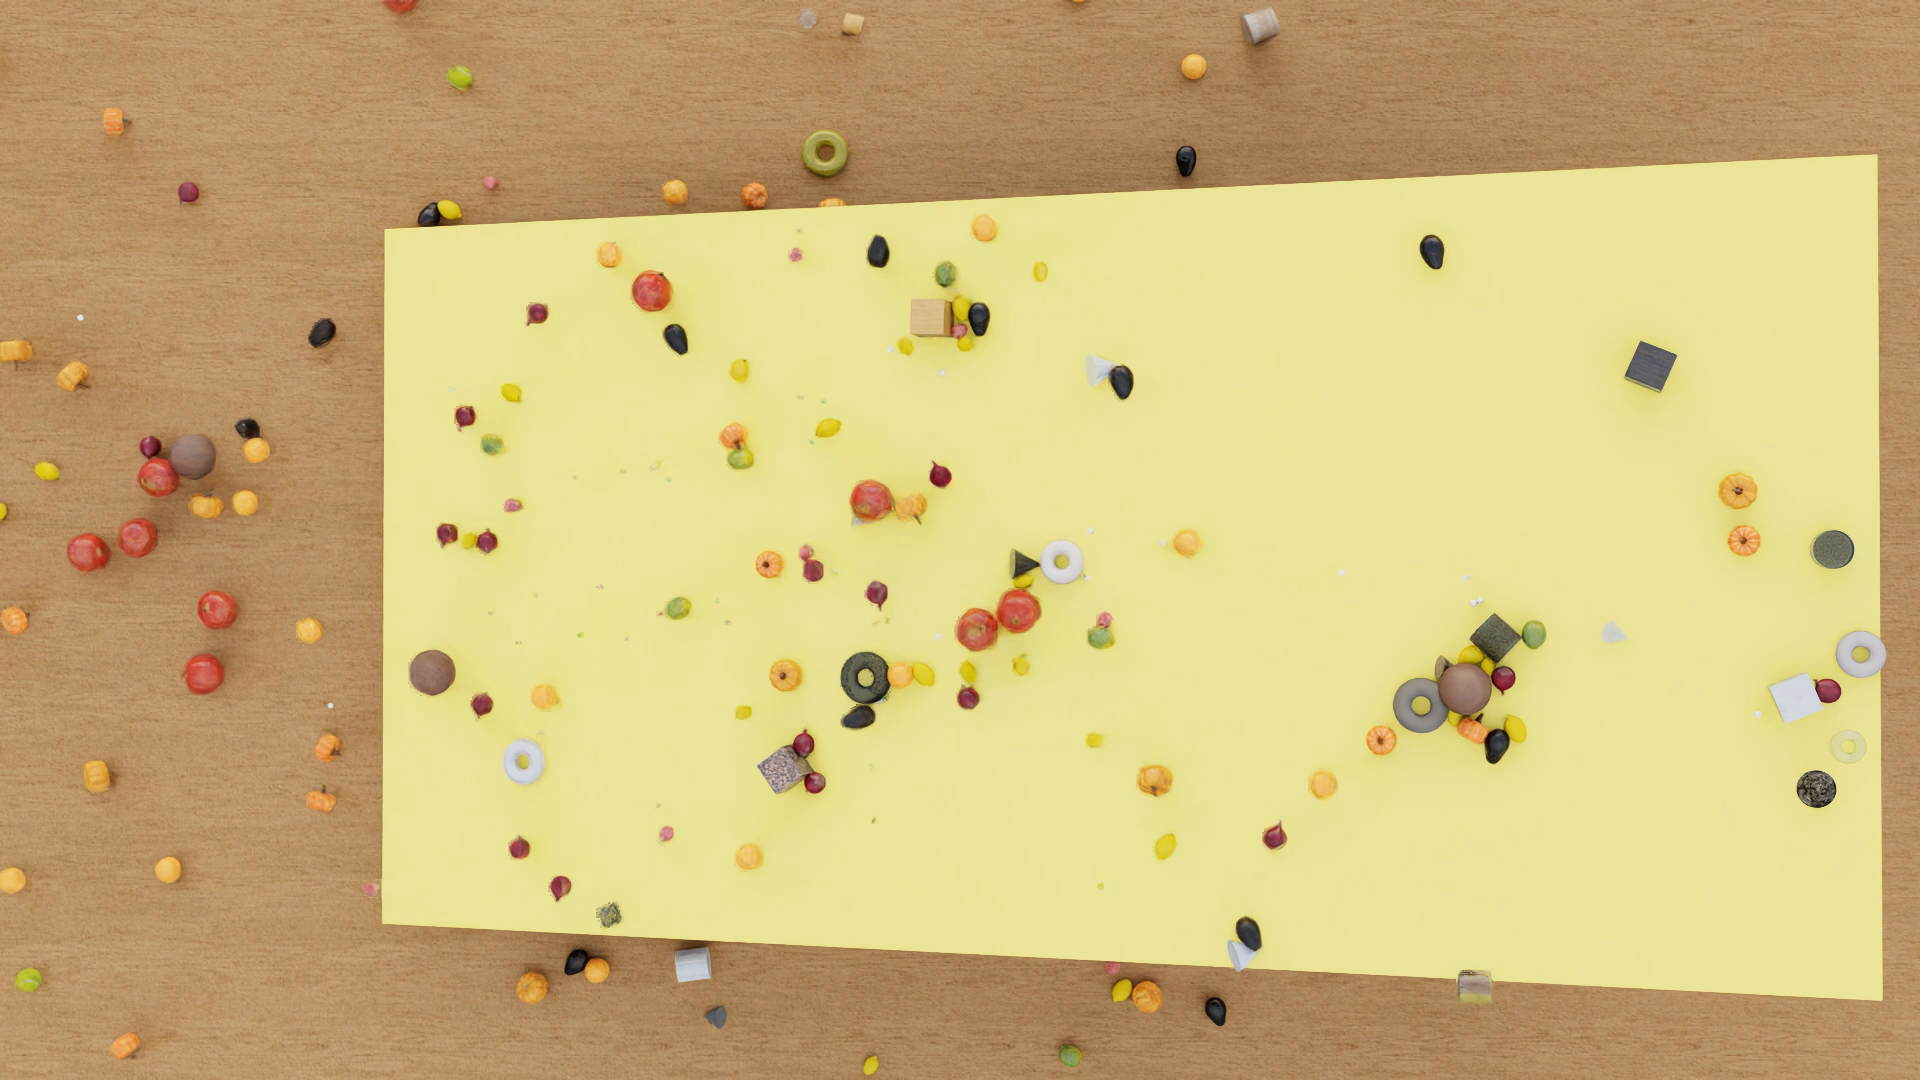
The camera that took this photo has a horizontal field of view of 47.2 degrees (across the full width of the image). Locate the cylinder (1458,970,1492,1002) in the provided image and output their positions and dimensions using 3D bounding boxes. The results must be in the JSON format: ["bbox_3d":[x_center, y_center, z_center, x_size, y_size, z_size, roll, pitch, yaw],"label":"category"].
[{"bbox_3d":[1.268,1.097,5.413,0.077,0.077,0.077,0,89,17],"label":"cylinder"}]

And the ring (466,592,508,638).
[{"bbox_3d":[-1.333,0.211,6.235,0.131,0.044,0.131,0,87,-1],"label":"ring"}]

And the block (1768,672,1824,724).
[{"bbox_3d":[1.976,0.373,5.205,0.092,0.092,0.092,-24,83,15],"label":"block"}]

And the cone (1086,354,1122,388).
[{"bbox_3d":[0.381,-0.446,5.717,0.090,0.090,0.090,-9,89,-10],"label":"cone"}]

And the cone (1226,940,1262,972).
[{"bbox_3d":[0.734,1.045,5.592,0.085,0.085,0.085,-16,89,-11],"label":"cone"}]

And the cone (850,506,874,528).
[{"bbox_3d":[-0.256,-0.055,5.907,0.061,0.061,0.061,15,89,-10],"label":"cone"}]

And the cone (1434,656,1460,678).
[{"bbox_3d":[1.218,0.320,5.465,0.058,0.058,0.058,12,89,-10],"label":"cone"}]

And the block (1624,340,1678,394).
[{"bbox_3d":[1.667,-0.417,5.308,0.093,0.093,0.093,24,96,15],"label":"block"}]

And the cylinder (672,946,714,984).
[{"bbox_3d":[-0.772,1.230,6.370,0.090,0.090,0.090,-14,89,11],"label":"cylinder"}]

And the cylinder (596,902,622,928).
[{"bbox_3d":[-0.970,1.039,6.085,0.055,0.055,0.055,-23,86,0],"label":"cylinder"}]

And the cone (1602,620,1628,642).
[{"bbox_3d":[1.602,0.232,5.352,0.057,0.057,0.057,21,89,-11],"label":"cone"}]

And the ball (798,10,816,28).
[{"bbox_3d":[-0.446,-1.524,6.428,0.053,0.053,0.053,0,89,0],"label":"ball"}]

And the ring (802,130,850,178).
[{"bbox_3d":[-0.393,-1.130,6.426,0.141,0.047,0.141,0,89,-1],"label":"ring"}]

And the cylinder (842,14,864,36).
[{"bbox_3d":[-0.312,-1.506,6.427,0.055,0.055,0.055,14,89,0],"label":"cylinder"}]

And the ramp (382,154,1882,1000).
[{"bbox_3d":[0.271,0.095,5.815,4.000,0.100,2.000,0,89,17],"label":"ramp"}]

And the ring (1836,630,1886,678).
[{"bbox_3d":[2.126,0.270,5.191,0.112,0.037,0.112,0,89,18],"label":"ring"}]

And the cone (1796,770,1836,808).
[{"bbox_3d":[2.025,0.592,5.188,0.090,0.090,0.090,0,89,17],"label":"cone"}]

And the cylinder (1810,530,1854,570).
[{"bbox_3d":[2.056,0.023,5.187,0.091,0.091,0.091,0,89,17],"label":"cylinder"}]

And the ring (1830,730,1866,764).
[{"bbox_3d":[2.100,0.489,5.200,0.083,0.028,0.083,0,89,18],"label":"ring"}]

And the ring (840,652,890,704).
[{"bbox_3d":[-0.253,0.369,5.889,0.143,0.048,0.143,0,90,18],"label":"ring"}]

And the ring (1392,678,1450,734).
[{"bbox_3d":[1.148,0.412,5.474,0.139,0.046,0.139,0,91,16],"label":"ring"}]

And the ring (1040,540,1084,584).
[{"bbox_3d":[0.266,0.058,5.745,0.118,0.039,0.118,0,90,17],"label":"ring"}]

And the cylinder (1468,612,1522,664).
[{"bbox_3d":[1.316,0.241,5.403,0.091,0.091,0.091,44,89,13],"label":"cylinder"}]

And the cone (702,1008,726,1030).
[{"bbox_3d":[-0.723,1.389,6.399,0.062,0.062,0.062,-1,89,27],"label":"cone"}]

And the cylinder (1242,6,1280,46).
[{"bbox_3d":[0.877,-1.499,6.412,0.085,0.085,0.085,-28,89,14],"label":"cylinder"}]

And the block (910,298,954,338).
[{"bbox_3d":[-0.073,-0.587,5.827,0.092,0.092,0.092,2,90,17],"label":"block"}]

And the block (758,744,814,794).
[{"bbox_3d":[-0.470,0.617,5.926,0.094,0.094,0.094,-37,79,13],"label":"block"}]
